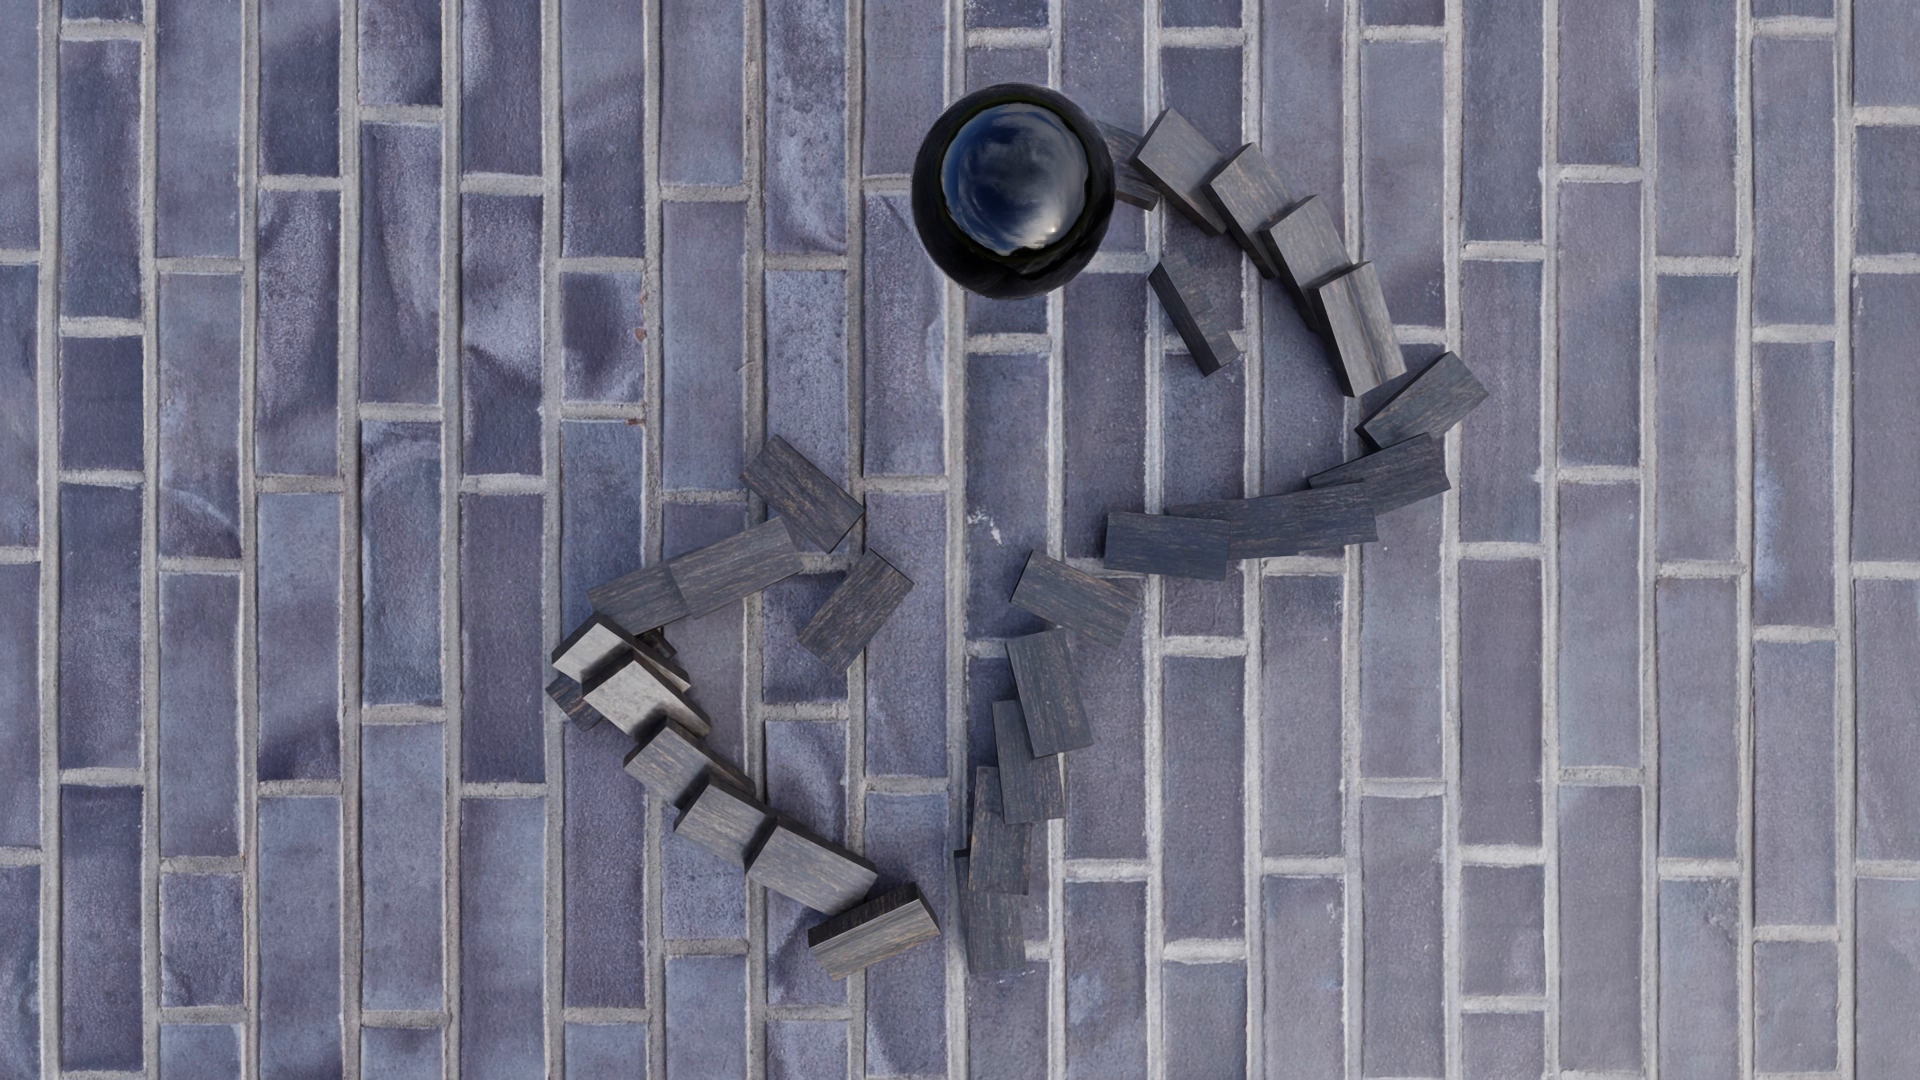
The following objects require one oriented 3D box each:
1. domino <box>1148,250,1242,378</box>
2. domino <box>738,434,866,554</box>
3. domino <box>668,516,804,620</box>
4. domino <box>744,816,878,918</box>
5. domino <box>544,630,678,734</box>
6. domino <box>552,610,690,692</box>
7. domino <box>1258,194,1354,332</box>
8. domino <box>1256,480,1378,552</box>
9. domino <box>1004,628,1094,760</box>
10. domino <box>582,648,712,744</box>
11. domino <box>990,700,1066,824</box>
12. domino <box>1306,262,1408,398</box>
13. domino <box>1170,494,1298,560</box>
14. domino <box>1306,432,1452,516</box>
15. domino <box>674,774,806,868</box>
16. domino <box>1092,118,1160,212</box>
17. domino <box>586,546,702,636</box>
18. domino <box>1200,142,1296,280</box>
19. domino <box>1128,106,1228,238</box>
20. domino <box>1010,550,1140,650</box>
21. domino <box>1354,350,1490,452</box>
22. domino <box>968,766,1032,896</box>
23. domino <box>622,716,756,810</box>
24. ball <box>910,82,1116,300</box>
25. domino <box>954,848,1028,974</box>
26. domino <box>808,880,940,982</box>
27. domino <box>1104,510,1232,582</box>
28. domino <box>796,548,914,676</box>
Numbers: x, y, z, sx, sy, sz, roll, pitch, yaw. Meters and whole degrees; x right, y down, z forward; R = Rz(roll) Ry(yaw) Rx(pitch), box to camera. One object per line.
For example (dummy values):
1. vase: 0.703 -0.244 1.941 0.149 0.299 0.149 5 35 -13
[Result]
1. domino: 0.098 -0.095 0.388 0.010 0.025 0.050 -30 90 0
2. domino: -0.068 -0.020 0.395 0.050 0.009 0.025 40 90 0
3. domino: -0.094 0.012 0.388 0.050 0.009 0.025 -25 88 -16
4. domino: -0.063 0.140 0.388 0.050 0.009 0.025 33 90 -18
5. domino: -0.150 0.056 0.395 0.050 0.009 0.025 -42 90 0
6. domino: -0.139 0.054 0.379 0.025 0.009 0.050 -43 126 1
7. domino: 0.150 -0.116 0.388 0.025 0.009 0.050 -36 108 0
8. domino: 0.148 -0.009 0.388 0.050 0.009 0.025 -8 91 18
9. domino: 0.037 0.064 0.387 0.025 0.010 0.050 -12 72 -5
10. domino: -0.129 0.070 0.381 0.025 0.009 0.050 -37 126 -3
11. domino: 0.028 0.093 0.388 0.025 0.009 0.050 -5 73 -3
12. domino: 0.168 -0.089 0.388 0.025 0.009 0.050 -27 108 -1
13. domino: 0.116 -0.004 0.388 0.050 0.010 0.025 -5 90 18
14. domino: 0.177 -0.024 0.388 0.050 0.010 0.025 -22 90 17
15. domino: -0.092 0.122 0.387 0.050 0.009 0.025 36 90 -20
16. domino: 0.065 -0.163 0.395 0.050 0.010 0.025 20 90 0
17. domino: -0.128 0.024 0.389 0.050 0.009 0.025 -23 87 -14
18. domino: 0.127 -0.139 0.388 0.025 0.010 0.050 -44 108 0
19. domino: 0.098 -0.155 0.388 0.050 0.009 0.025 34 90 -18
20. domino: 0.049 0.026 0.395 0.050 0.009 0.025 24 90 0
21. domino: 0.199 -0.055 0.395 0.050 0.010 0.025 -41 90 0
22. domino: 0.018 0.123 0.388 0.025 0.010 0.050 5 73 0
23. domino: -0.113 0.099 0.386 0.025 0.009 0.050 -44 113 0
24. ball: 0.021 -0.135 0.360 0.080 0.080 0.080 0 90 0
25. domino: 0.013 0.159 0.395 0.025 0.010 0.050 -8 90 0
26. domino: -0.036 0.167 0.390 0.050 0.010 0.025 -24 120 0
27. domino: 0.087 0.002 0.387 0.050 0.010 0.025 6 93 18
28. domino: -0.045 0.031 0.395 0.025 0.009 0.050 39 90 0
